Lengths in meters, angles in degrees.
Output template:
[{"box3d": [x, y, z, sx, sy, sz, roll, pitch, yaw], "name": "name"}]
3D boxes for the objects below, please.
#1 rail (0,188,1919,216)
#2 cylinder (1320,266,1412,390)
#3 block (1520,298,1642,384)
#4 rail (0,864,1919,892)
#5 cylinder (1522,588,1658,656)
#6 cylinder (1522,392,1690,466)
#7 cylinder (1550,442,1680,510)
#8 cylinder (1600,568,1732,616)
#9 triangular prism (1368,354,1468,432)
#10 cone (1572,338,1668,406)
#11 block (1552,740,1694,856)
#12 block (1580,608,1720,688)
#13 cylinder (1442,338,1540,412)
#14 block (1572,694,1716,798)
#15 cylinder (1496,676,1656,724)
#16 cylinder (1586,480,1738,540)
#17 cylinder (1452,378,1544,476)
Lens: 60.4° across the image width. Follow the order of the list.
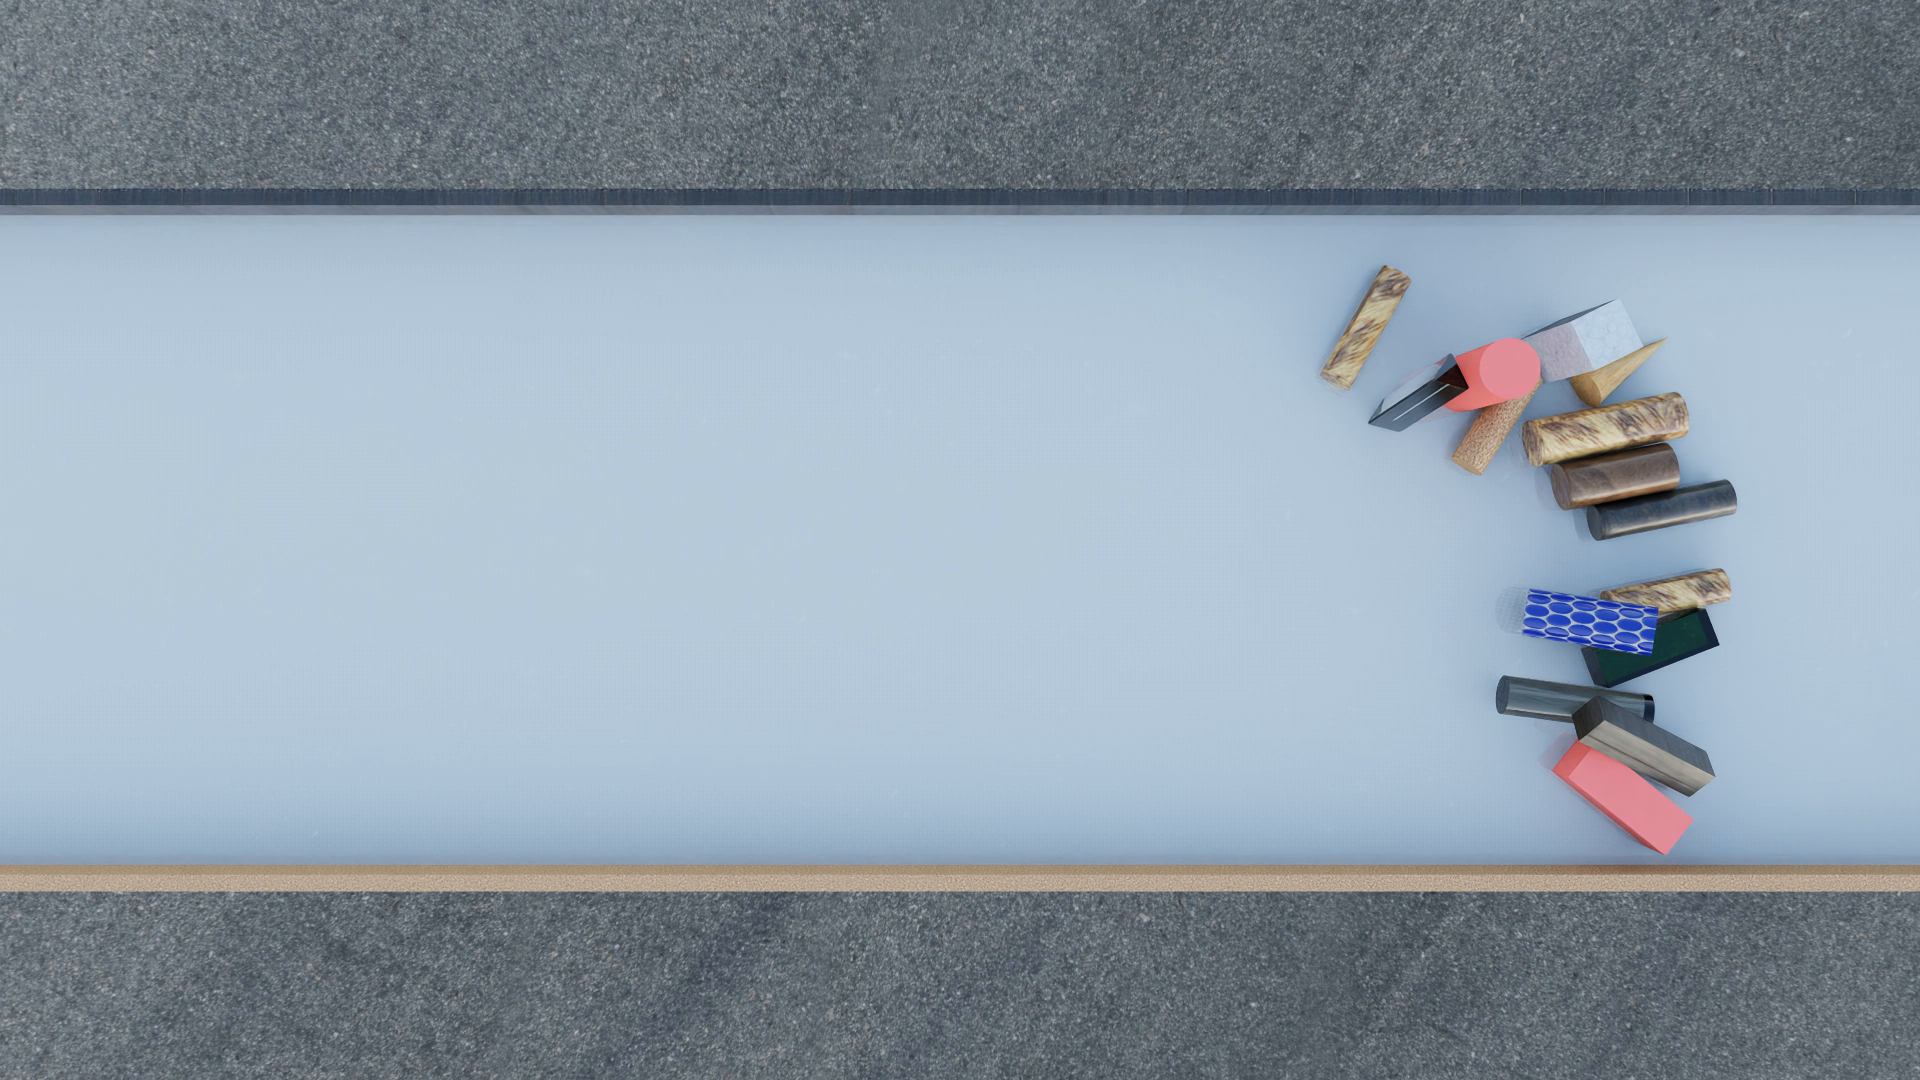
[{"box3d": [-2.247, -1.025, 5.002, 12.000, 0.150, 0.050, 0, 90, 0], "name": "rail"}, {"box3d": [1.236, -0.646, 5.026, 0.100, 0.100, 0.380, 30, 90, 0], "name": "cylinder"}, {"box3d": [1.816, -0.578, 4.850, 0.152, 0.452, 0.152, -26, 90, 0], "name": "block"}, {"box3d": [-2.247, 1.025, 5.001, 12.000, 0.150, 0.050, 0, 90, 0], "name": "rail"}, {"box3d": [1.886, 0.245, 4.940, 0.363, 0.147, 0.147, 9, 90, 22], "name": "cylinder"}, {"box3d": [1.957, -0.336, 5.005, 0.455, 0.142, 0.142, -11, 90, 0], "name": "cylinder"}, {"box3d": [1.986, -0.192, 5.004, 0.334, 0.145, 0.145, -11, 90, 0], "name": "cylinder"}, {"box3d": [2.147, 0.172, 5.024, 0.359, 0.105, 0.105, -11, 90, 0], "name": "cylinder"}, {"box3d": [1.359, -0.442, 4.905, 0.115, 0.344, 0.099, 12, 69, -16], "name": "triangular prism"}, {"box3d": [2.045, -0.542, 5.046, 0.333, 0.123, 0.123, -31, 90, -10], "name": "cone"}, {"box3d": [2.010, 0.774, 5.008, 0.374, 0.138, 0.138, 39, 90, 0], "name": "block"}, {"box3d": [2.097, 0.326, 5.017, 0.357, 0.118, 0.118, -21, 90, 0], "name": "block"}, {"box3d": [1.542, -0.480, 4.848, 0.172, 0.456, 0.172, 0, 90, 0], "name": "cylinder"}, {"box3d": [2.051, 0.619, 4.949, 0.432, 0.107, 0.107, 26, 127, -15], "name": "block"}, {"box3d": [1.869, 0.499, 5.017, 0.442, 0.119, 0.119, 7, 90, 0], "name": "cylinder"}, {"box3d": [2.135, -0.091, 5.021, 0.414, 0.112, 0.112, -11, 90, 0], "name": "cylinder"}, {"box3d": [1.636, -0.367, 5.024, 0.105, 0.105, 0.340, 33, 90, 0], "name": "cylinder"}]
